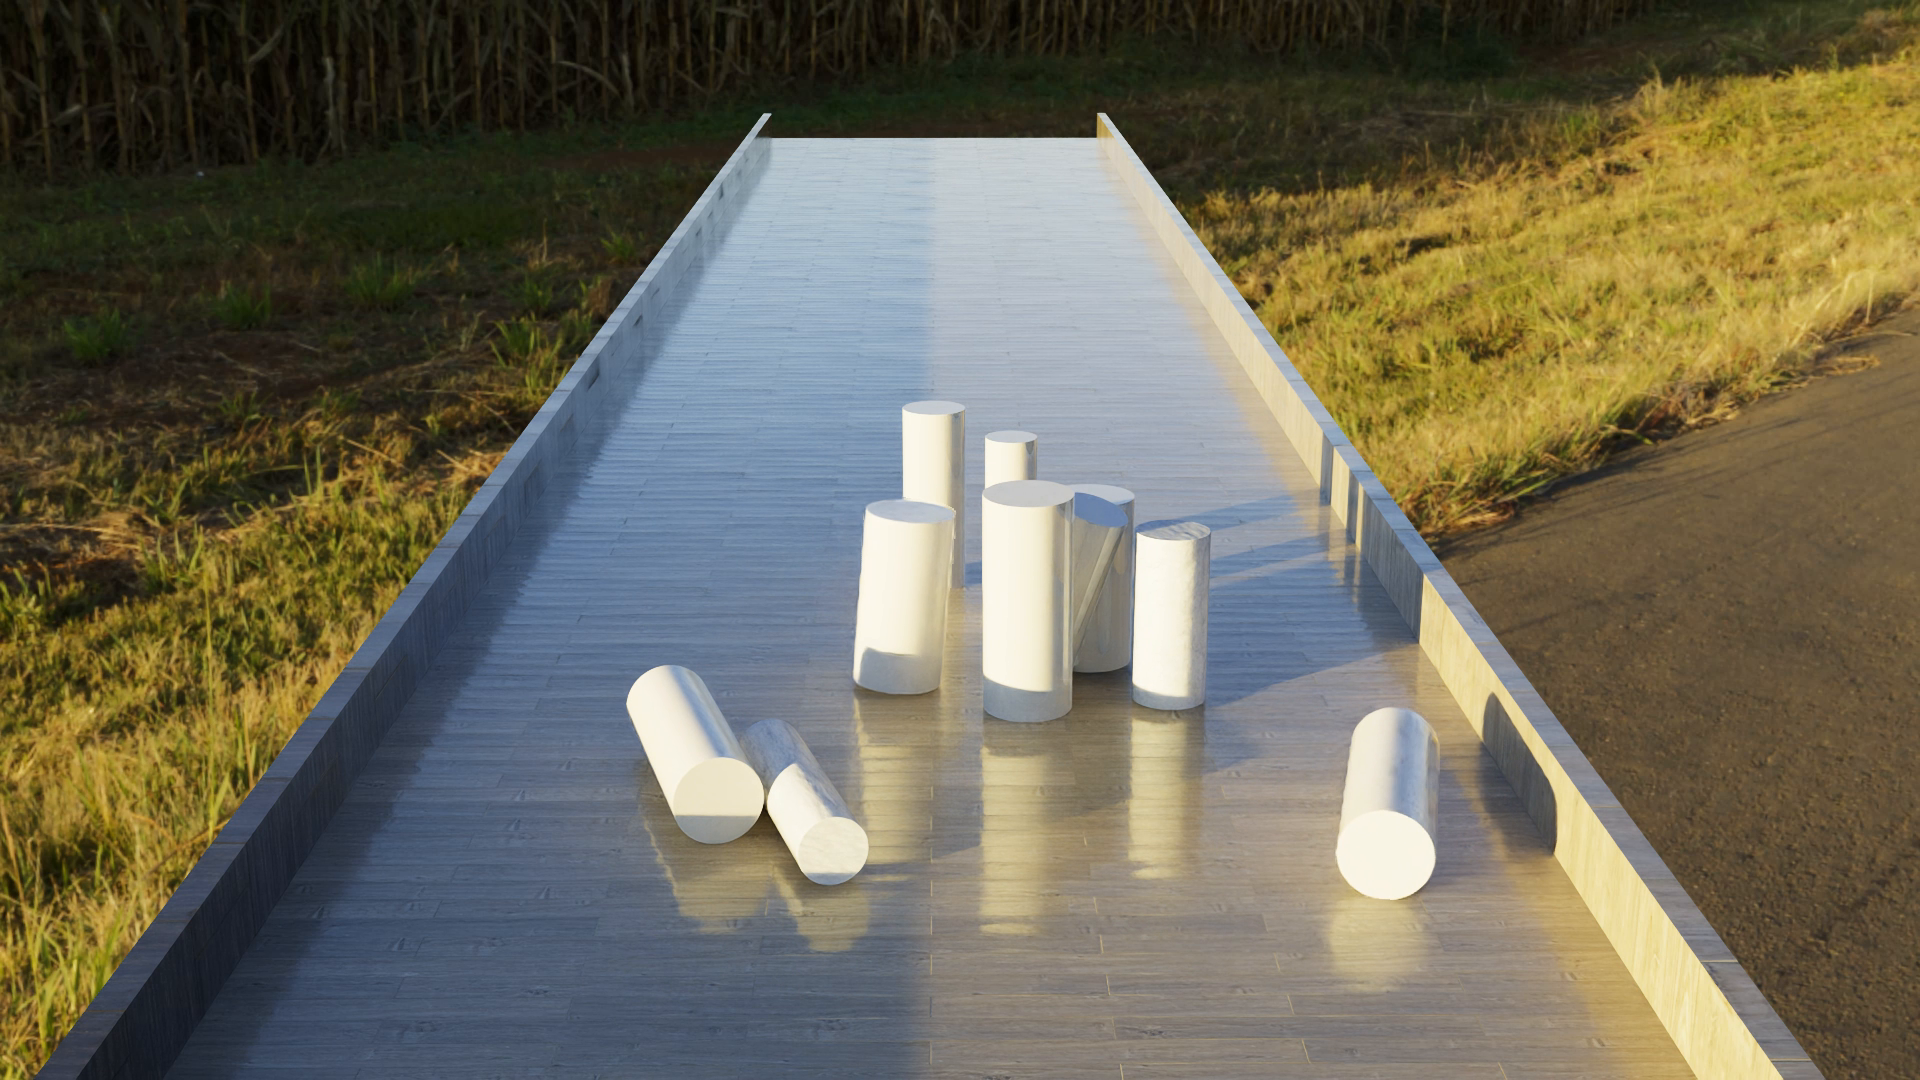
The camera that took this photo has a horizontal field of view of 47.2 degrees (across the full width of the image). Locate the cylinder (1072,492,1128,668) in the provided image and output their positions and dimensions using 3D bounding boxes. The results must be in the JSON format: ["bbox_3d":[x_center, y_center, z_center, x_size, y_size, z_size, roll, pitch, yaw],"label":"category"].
[{"bbox_3d":[0.203,0.096,4.234,0.134,0.357,0.134,16,25,-7],"label":"cylinder"}]

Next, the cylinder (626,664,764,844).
[{"bbox_3d":[-0.458,0.359,3.757,0.150,0.150,0.458,-5,17,-17],"label":"cylinder"}]

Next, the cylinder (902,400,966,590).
[{"bbox_3d":[-0.057,-0.097,4.852,0.137,0.400,0.137,0,17,0],"label":"cylinder"}]

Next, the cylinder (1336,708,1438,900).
[{"bbox_3d":[0.697,0.418,3.562,0.147,0.147,0.449,4,17,12],"label":"cylinder"}]

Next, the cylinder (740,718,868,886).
[{"bbox_3d":[-0.263,0.423,3.606,0.114,0.114,0.439,-5,17,-17],"label":"cylinder"}]

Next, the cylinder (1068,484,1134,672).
[{"bbox_3d":[0.257,0.075,4.379,0.174,0.339,0.174,0,16,0],"label":"cylinder"}]

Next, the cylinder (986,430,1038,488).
[{"bbox_3d":[0.107,-0.025,4.621,0.108,0.394,0.108,0,17,0],"label":"cylinder"}]

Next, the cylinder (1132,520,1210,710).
[{"bbox_3d":[0.399,0.141,4.169,0.142,0.333,0.142,0,17,0],"label":"cylinder"}]

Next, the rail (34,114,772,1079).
[{"bbox_3d":[-1.118,-0.838,7.780,0.050,0.150,12.000,0,17,-1],"label":"rail"}]

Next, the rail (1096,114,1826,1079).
[{"bbox_3d":[0.932,-0.844,7.801,0.050,0.150,12.000,0,17,-1],"label":"rail"}]

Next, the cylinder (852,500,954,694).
[{"bbox_3d":[-0.109,0.109,4.241,0.171,0.340,0.171,5,15,-1],"label":"cylinder"}]

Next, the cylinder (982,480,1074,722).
[{"bbox_3d":[0.127,0.113,4.099,0.169,0.420,0.169,0,19,0],"label":"cylinder"}]
